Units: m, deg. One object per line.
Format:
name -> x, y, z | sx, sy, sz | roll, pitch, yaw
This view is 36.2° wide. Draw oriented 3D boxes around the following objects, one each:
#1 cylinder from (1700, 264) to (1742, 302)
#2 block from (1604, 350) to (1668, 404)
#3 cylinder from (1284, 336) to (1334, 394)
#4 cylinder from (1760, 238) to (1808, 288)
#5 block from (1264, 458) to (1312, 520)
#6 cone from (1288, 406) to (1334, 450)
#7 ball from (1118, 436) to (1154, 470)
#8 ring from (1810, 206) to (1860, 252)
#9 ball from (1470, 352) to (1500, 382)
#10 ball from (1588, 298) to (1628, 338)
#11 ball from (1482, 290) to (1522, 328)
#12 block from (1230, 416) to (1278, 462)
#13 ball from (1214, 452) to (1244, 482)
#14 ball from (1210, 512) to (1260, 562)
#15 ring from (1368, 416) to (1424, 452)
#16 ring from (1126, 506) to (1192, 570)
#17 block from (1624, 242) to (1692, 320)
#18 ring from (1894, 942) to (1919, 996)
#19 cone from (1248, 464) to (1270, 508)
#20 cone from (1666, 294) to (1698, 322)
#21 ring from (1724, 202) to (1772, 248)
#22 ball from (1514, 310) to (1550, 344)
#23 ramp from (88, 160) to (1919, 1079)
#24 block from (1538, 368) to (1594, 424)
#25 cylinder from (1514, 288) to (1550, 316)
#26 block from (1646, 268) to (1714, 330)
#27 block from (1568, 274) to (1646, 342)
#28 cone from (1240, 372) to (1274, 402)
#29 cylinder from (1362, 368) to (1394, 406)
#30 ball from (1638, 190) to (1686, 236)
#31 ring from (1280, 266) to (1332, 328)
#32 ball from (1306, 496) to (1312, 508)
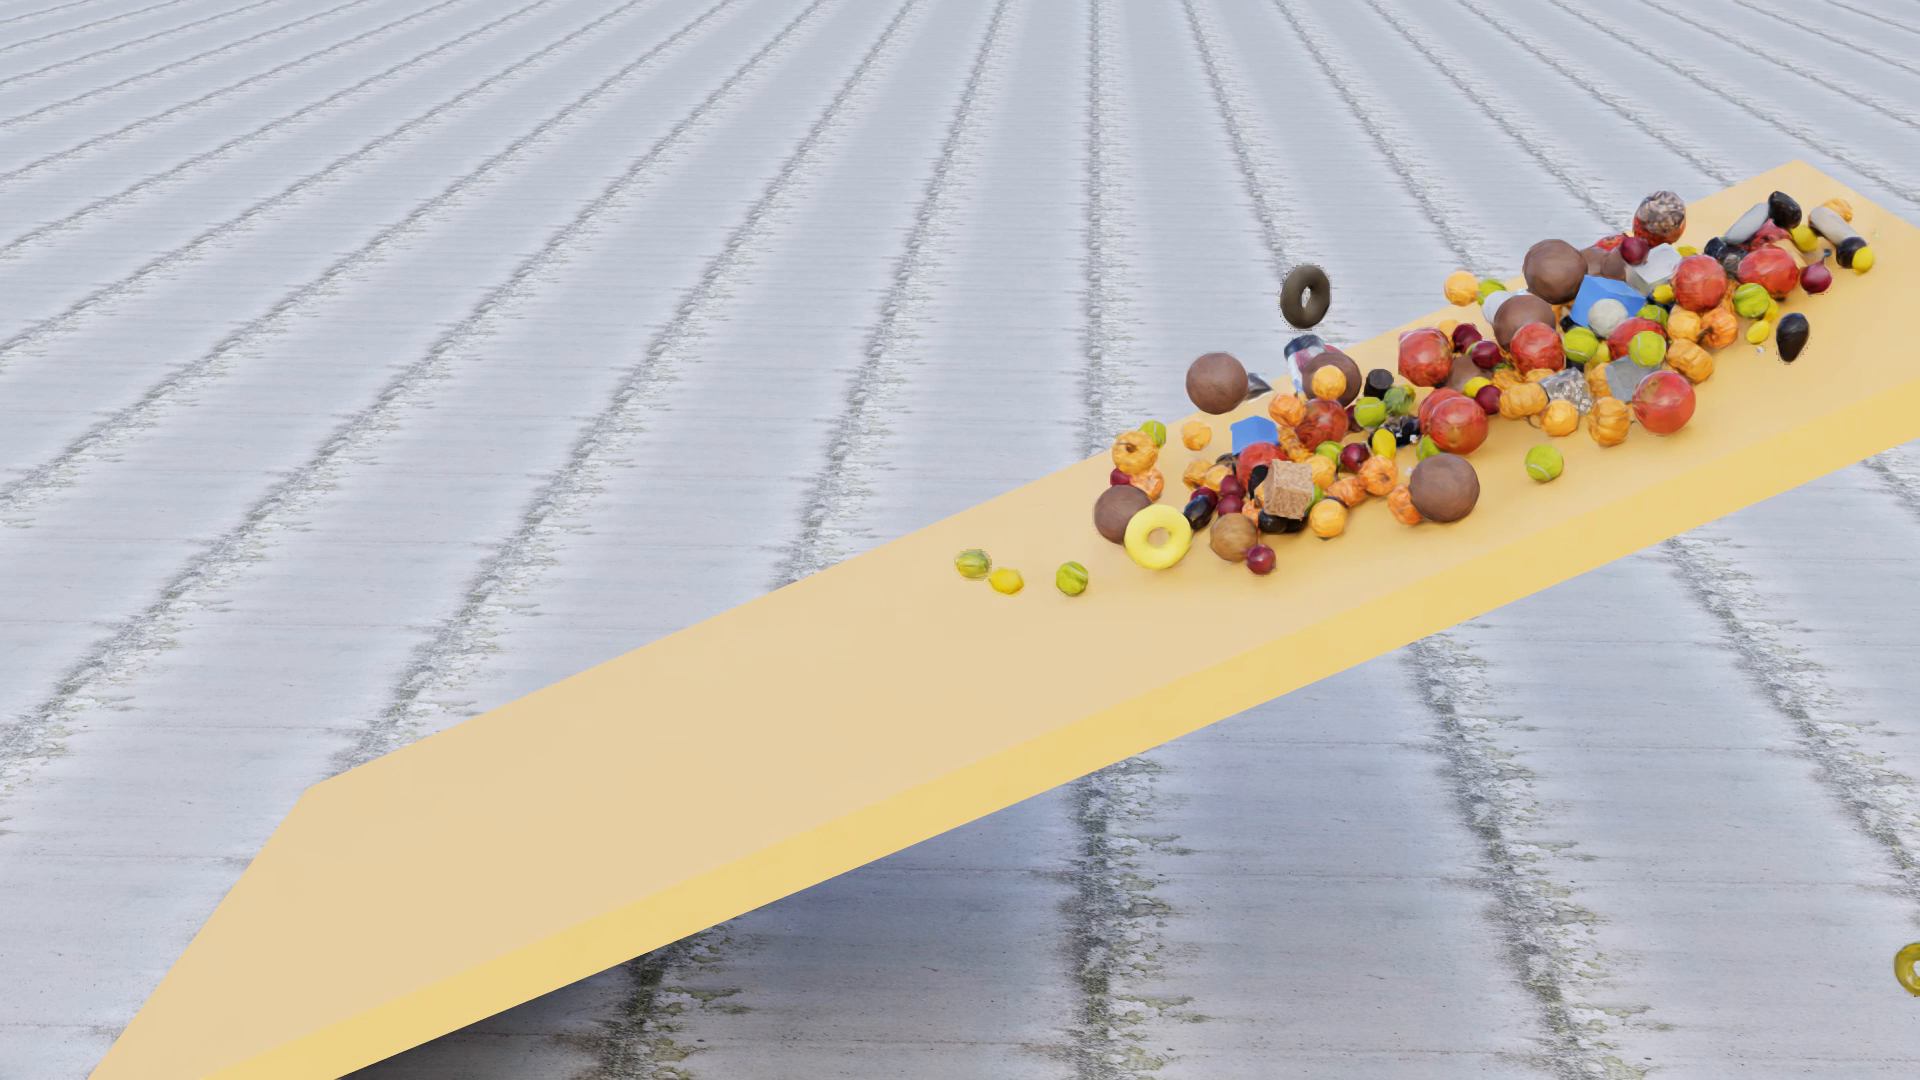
cylinder -> 1.569, -0.531, 6.063 | 0.062, 0.062, 0.062 | -31, 30, -29
block -> 1.297, -0.313, 5.647 | 0.076, 0.076, 0.076 | -25, 10, -41
cylinder -> 0.777, -0.392, 6.555 | 0.093, 0.093, 0.093 | -3, 56, -13
cylinder -> 1.661, -0.558, 5.929 | 0.071, 0.071, 0.071 | -11, 63, -35
block -> 0.634, -0.098, 5.694 | 0.076, 0.076, 0.076 | 10, 45, -5
cone -> 0.763, -0.230, 6.400 | 0.099, 0.099, 0.099 | 2, -11, 9
ball -> 0.409, -0.202, 6.859 | 0.082, 0.082, 0.082 | 0, 15, 0
ring -> 1.773, -0.631, 5.964 | 0.120, 0.040, 0.120 | 32, 26, -17
ball -> 1.117, -0.368, 6.256 | 0.062, 0.062, 0.062 | 0, 15, 0
ball -> 1.312, -0.449, 5.958 | 0.081, 0.081, 0.081 | 0, 15, 0
ball -> 1.168, -0.498, 6.342 | 0.082, 0.082, 0.082 | 0, 15, 0
block -> 0.628, -0.216, 6.269 | 0.069, 0.069, 0.069 | -19, -24, 41
ball -> 0.584, -0.158, 6.385 | 0.063, 0.063, 0.063 | 0, 15, 0
ball -> 0.539, -0.006, 5.786 | 0.098, 0.098, 0.098 | 0, 15, 0
ring -> 0.906, -0.220, 6.105 | 0.122, 0.041, 0.122 | -22, 13, 6
ring -> 0.399, -0.005, 5.925 | 0.138, 0.138, 0.046 | -2, 20, -8
block -> 1.459, -0.539, 6.132 | 0.099, 0.099, 0.099 | -23, 41, -7
ring -> 2.118, 0.945, 6.474 | 0.128, 0.128, 0.043 | 13, 20, 39
cone -> 0.664, -0.111, 6.108 | 0.093, 0.093, 0.093 | -1, 13, -31
cone -> 1.495, -0.476, 6.071 | 0.061, 0.061, 0.061 | 3, 15, 32
ring -> 1.589, -0.636, 5.932 | 0.116, 0.039, 0.116 | -42, -3, -3
ball -> 1.242, -0.464, 6.387 | 0.074, 0.074, 0.074 | 0, 15, 0
ramp -> 0.132, 0.170, 6.284 | 4.000, 0.100, 2.000 | -23, 13, 8
block -> 1.178, -0.281, 5.719 | 0.076, 0.076, 0.076 | -21, 14, 3
cylinder -> 1.265, -0.519, 6.556 | 0.076, 0.076, 0.076 | -2, -2, -8
block -> 1.470, -0.493, 6.009 | 0.081, 0.081, 0.081 | -31, -5, -19
block -> 1.336, -0.478, 6.066 | 0.096, 0.096, 0.096 | 7, 24, -24
cone -> 0.718, -0.359, 6.971 | 0.074, 0.074, 0.074 | -13, 16, -39
cylinder -> 0.897, -0.329, 6.309 | 0.057, 0.057, 0.057 | 2, 55, -2
ball -> 1.437, -0.670, 6.021 | 0.094, 0.094, 0.094 | 0, 15, 0
ring -> 0.732, -0.514, 6.226 | 0.135, 0.135, 0.045 | -12, 20, -39
ball -> 0.671, -0.091, 5.933 | 0.078, 0.078, 0.078 | 0, 15, 0
